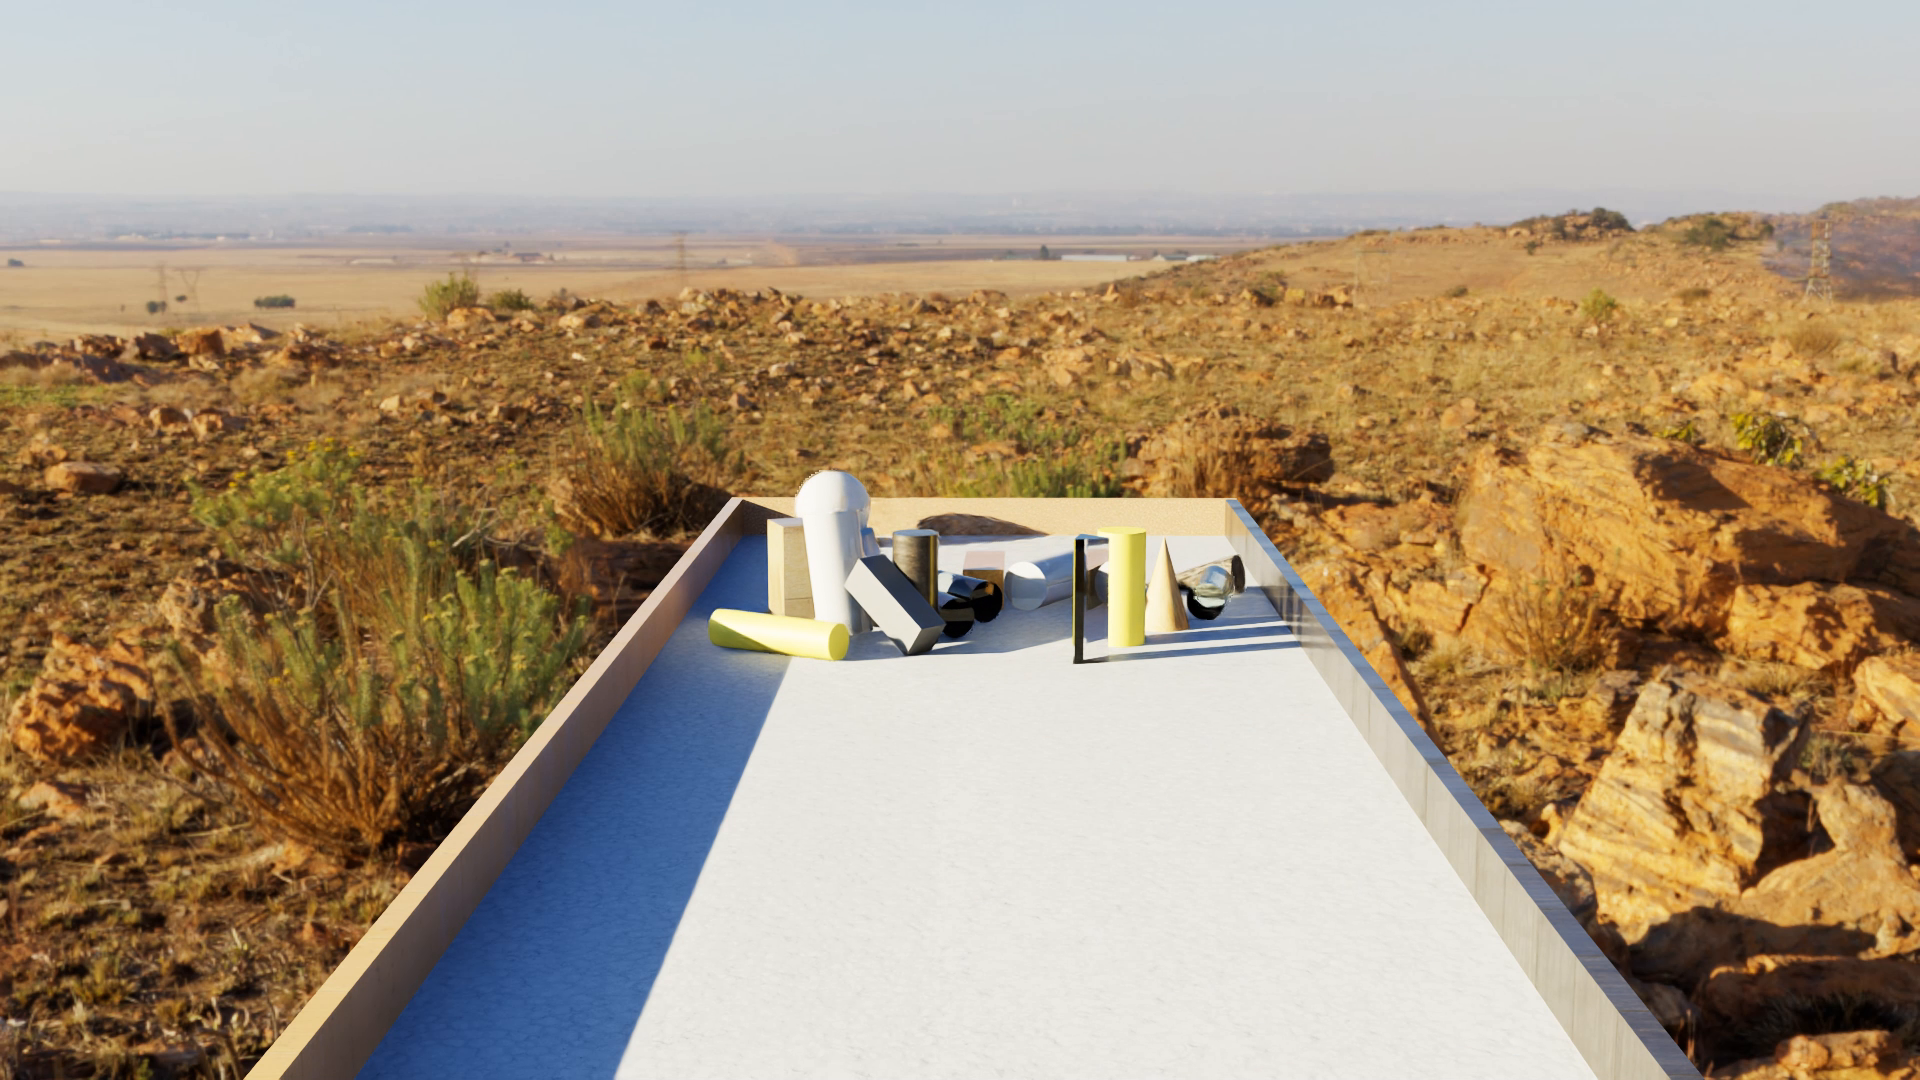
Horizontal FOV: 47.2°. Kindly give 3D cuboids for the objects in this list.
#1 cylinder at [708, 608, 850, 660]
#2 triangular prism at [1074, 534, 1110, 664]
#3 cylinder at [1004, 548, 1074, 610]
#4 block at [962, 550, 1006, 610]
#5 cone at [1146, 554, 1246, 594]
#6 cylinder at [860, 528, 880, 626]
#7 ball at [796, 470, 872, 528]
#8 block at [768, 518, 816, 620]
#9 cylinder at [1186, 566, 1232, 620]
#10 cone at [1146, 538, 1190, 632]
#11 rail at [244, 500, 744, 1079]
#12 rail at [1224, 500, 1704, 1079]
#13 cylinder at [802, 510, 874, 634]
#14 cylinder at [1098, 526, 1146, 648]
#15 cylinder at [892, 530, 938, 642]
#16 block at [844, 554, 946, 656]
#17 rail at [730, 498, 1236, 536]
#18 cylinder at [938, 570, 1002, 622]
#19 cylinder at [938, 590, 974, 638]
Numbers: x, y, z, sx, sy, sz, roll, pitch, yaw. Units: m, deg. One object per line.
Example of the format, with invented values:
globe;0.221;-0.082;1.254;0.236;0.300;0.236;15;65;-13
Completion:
cylinder;-0.563;0.291;6.803;0.453;0.116;0.116;5;11;31
triangular prism;0.383;0.177;6.671;0.112;0.382;0.097;-3;9;-16
cylinder;0.308;0.135;7.617;0.169;0.169;0.331;5;11;31
block;0.086;0.138;7.692;0.139;0.139;0.405;0;9;2
cone;0.818;0.144;7.876;0.381;0.142;0.142;-7;5;27
cylinder;-0.297;0.122;7.214;0.116;0.301;0.116;-15;15;4
ball;-0.509;-0.127;8.839;0.305;0.305;0.305;0;9;0
block;-0.517;0.110;7.213;0.180;0.345;0.180;-3;10;-21
cylinder;0.851;0.179;7.478;0.127;0.127;0.341;2;9;11
cone;0.667;0.134;7.192;0.174;0.304;0.174;0;9;0
rail;-1.004;0.839;3.234;0.050;0.150;12.000;0;9;1
rail;1.046;0.843;3.208;0.050;0.150;12.000;0;9;1
cylinder;-0.389;0.106;7.011;0.178;0.389;0.178;-7;1;0
cylinder;0.509;0.146;6.939;0.153;0.359;0.153;0;9;0
cylinder;-0.141;0.148;6.965;0.145;0.346;0.145;0;9;0
block;-0.202;0.201;6.842;0.115;0.115;0.326;-10;49;-47
rail;0.099;-0.098;9.147;2.100;0.150;0.050;0;9;1
cylinder;-0.006;0.186;7.392;0.139;0.139;0.303;-7;11;-37
cylinder;-0.108;0.219;7.219;0.129;0.129;0.435;-4;10;-26
